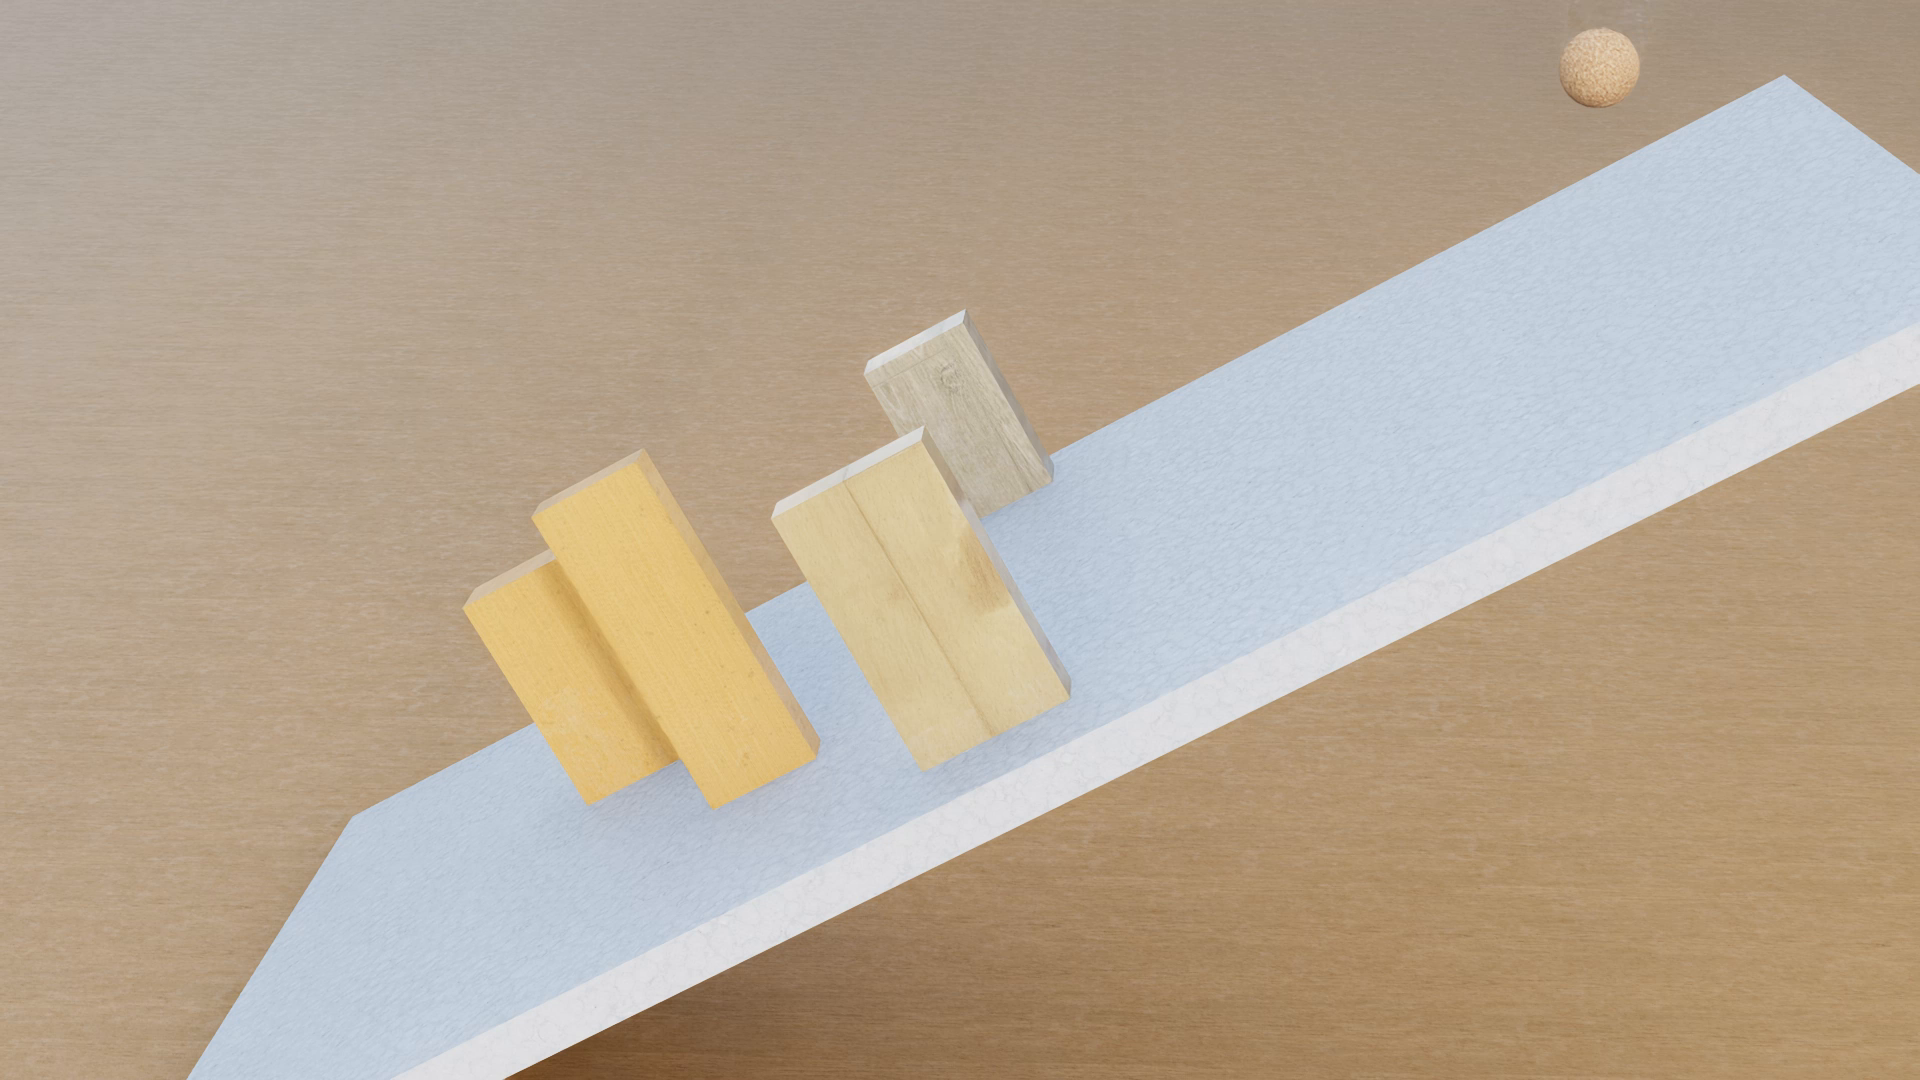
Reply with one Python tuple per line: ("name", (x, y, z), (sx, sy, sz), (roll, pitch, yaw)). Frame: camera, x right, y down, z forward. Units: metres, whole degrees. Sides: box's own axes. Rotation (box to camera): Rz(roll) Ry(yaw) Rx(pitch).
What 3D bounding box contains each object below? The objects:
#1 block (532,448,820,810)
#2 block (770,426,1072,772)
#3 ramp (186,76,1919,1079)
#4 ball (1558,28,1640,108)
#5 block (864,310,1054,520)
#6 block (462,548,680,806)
("block", (-0.571, 0.185, 5.974), (0.246, 0.716, 0.097), (-27, 14, 11))
("block", (-0.068, 0.113, 5.513), (0.319, 0.571, 0.102), (-27, 14, 11))
("ramp", (0.142, 0.167, 6.283), (4.000, 0.100, 2.000), (-27, 14, 11))
("ball", (1.283, -0.947, 5.903), (0.159, 0.159, 0.159), (0, 18, 0))
("block", (0.001, -0.284, 7.008), (0.267, 0.440, 0.137), (-27, 14, 11))
("block", (-0.781, 0.261, 6.513), (0.398, 0.529, 0.136), (-27, 14, 11))
